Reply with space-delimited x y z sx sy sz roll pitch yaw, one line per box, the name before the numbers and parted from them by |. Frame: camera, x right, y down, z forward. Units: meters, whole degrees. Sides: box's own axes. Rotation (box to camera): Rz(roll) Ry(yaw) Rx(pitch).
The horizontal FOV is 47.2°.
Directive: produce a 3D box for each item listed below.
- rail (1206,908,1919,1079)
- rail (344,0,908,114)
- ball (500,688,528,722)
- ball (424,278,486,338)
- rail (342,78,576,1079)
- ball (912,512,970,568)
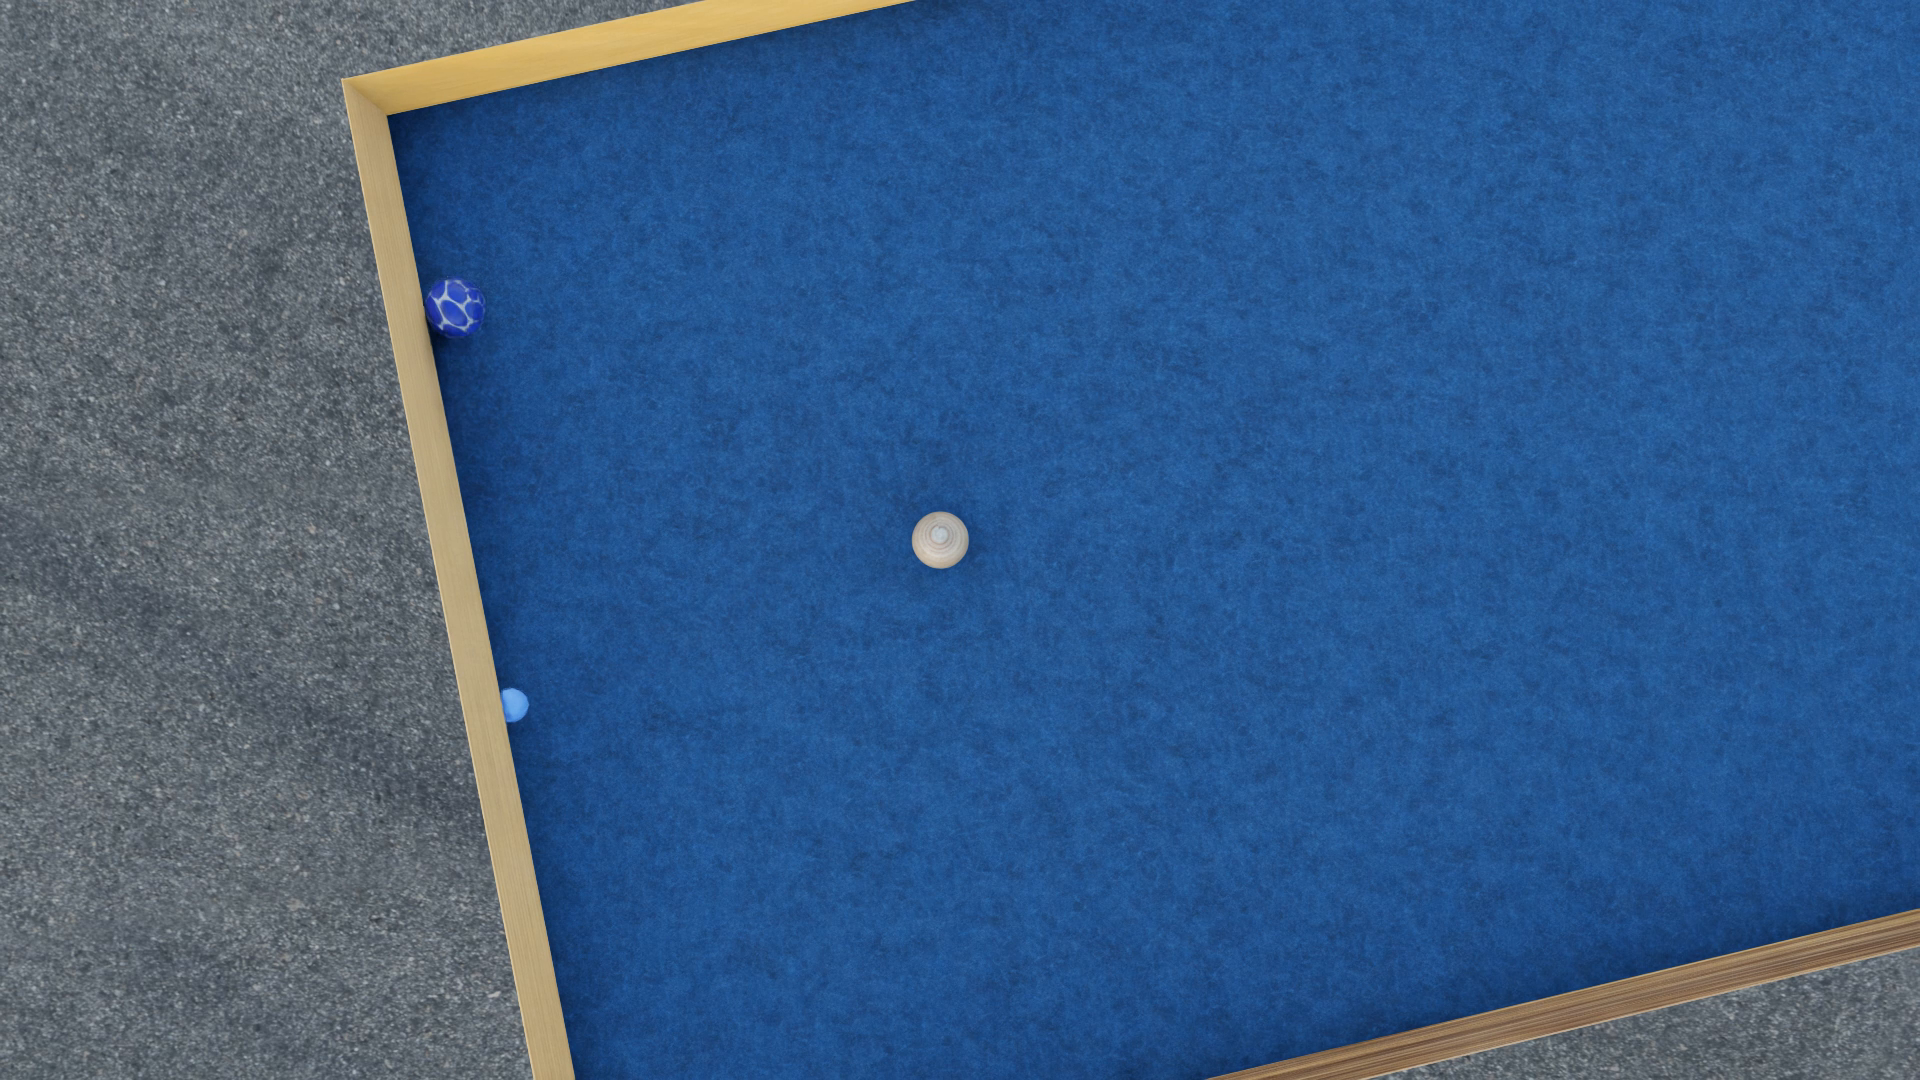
rail | 0.931 0.655 3.143 3.022 0.117 0.045 -13 80 -2
rail | 0.541 -1.001 3.440 3.022 0.117 0.045 -13 80 -2
ball | -0.663 0.245 3.252 0.050 0.050 0.050 0 80 0
ball | -0.766 -0.351 3.338 0.090 0.090 0.090 0 80 0
rail | -0.713 0.158 3.232 0.045 0.117 1.775 -13 80 -2
ball | -0.029 0.000 3.277 0.086 0.086 0.086 0 80 0
